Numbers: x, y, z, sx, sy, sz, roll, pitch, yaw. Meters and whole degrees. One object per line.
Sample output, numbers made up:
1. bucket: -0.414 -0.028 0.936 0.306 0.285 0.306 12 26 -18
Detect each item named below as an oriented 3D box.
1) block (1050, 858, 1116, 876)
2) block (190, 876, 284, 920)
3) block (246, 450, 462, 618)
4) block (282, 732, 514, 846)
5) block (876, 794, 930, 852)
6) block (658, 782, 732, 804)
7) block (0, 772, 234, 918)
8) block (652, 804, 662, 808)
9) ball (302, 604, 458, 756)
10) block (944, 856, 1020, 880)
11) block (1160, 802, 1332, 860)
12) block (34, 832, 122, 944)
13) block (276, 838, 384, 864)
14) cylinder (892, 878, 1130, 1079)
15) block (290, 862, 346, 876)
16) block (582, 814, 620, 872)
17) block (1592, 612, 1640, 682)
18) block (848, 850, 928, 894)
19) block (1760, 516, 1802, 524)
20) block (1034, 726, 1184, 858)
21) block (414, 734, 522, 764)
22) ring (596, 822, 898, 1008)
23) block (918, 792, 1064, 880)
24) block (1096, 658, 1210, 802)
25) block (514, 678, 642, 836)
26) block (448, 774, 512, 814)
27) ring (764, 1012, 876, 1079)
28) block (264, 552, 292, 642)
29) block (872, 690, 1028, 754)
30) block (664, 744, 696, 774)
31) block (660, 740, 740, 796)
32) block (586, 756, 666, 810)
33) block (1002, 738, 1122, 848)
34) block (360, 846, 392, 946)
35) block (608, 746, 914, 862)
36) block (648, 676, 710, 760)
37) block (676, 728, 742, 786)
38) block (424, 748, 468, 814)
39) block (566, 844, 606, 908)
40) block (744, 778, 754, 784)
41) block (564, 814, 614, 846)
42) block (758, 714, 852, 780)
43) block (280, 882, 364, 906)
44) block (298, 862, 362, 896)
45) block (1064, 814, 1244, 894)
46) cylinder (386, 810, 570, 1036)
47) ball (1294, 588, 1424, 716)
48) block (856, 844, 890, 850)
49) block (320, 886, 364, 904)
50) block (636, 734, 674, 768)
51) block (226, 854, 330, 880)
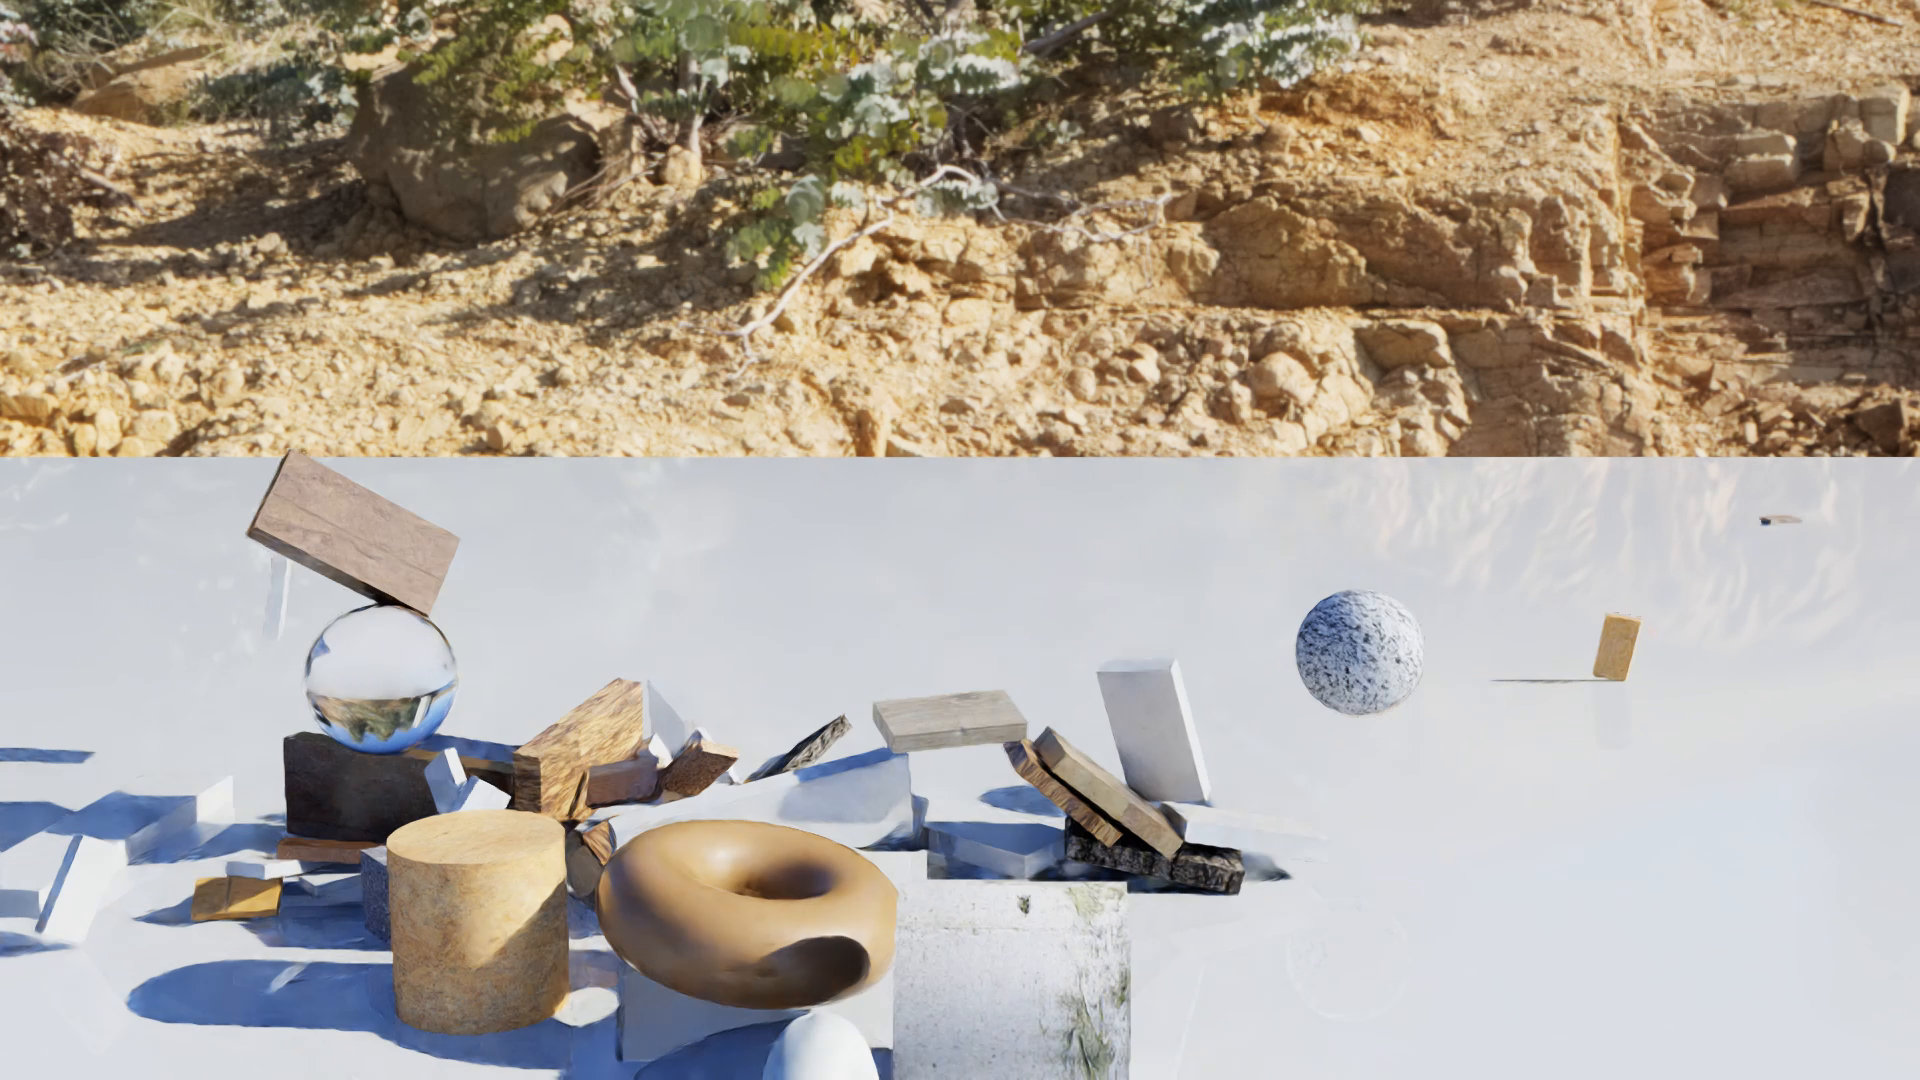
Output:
1. block: 0.233 0.553 3.807 0.151 0.021 0.076 -3 11 -17
2. block: -1.170 0.578 3.559 0.136 0.019 0.068 -3 50 -3
3. block: -1.068 -0.005 3.887 0.337 0.168 0.048 30 -36 -22
4. block: -0.972 0.460 3.876 0.524 0.179 0.051 5 11 26
5. block: -0.101 0.499 3.762 0.067 0.135 0.019 16 2 27
6. block: -0.409 0.472 3.760 0.144 0.041 0.288 14 6 -27
7. block: -1.517 0.527 3.877 0.168 0.048 0.656 2 11 9
8. block: -0.425 0.527 3.718 0.288 0.041 0.144 19 16 23
9. ball: -1.009 0.243 3.836 0.263 0.263 0.263 0 11 0
10. block: 0.037 0.566 3.740 0.076 0.021 0.151 -4 11 -22
11. block: 0.483 0.496 3.751 0.264 0.037 0.132 10 5 -16
12. block: -1.369 0.541 3.417 0.022 0.158 0.079 10 -15 32
13. block: -1.030 0.509 3.599 0.160 0.023 0.080 5 0 -9
14. cylinder: 0.068 0.591 2.860 0.293 0.293 0.293 1 11 2
15. block: -1.093 0.558 3.782 0.158 0.022 0.079 3 11 17
16. block: -0.552 0.522 3.607 0.071 0.020 0.142 -31 63 -22
17. block: 1.511 0.247 5.066 0.076 0.151 0.021 11 20 8
18. block: -0.197 0.563 3.551 0.288 0.041 0.144 1 31 0
19. block: 2.669 -0.065 7.149 0.115 0.016 0.058 -2 11 -12
20. block: 0.246 0.419 3.653 0.264 0.037 0.132 38 5 -18
21. block: -0.881 0.449 3.935 0.357 0.179 0.051 5 -18 26
22. ring: -0.297 0.530 3.146 0.447 0.149 0.447 10 12 -2
23. block: 0.028 0.508 3.795 0.296 0.042 0.148 12 16 33
24. block: 0.325 0.321 3.688 0.132 0.264 0.037 -4 28 25
25. block: -0.663 0.390 3.846 0.051 0.179 0.357 9 20 18
26. block: -0.818 0.476 3.641 0.023 0.160 0.080 20 -14 42
27. ring: -0.153 0.663 2.449 0.090 0.269 0.269 -5 9 13
28. block: -1.354 0.105 4.371 0.026 0.182 0.091 8 6 -11
29. block: -0.017 0.292 3.550 0.226 0.032 0.113 -4 26 -19
30. block: -0.452 0.386 3.748 0.067 0.019 0.135 14 -34 -26
31. block: -0.439 0.385 3.699 0.071 0.020 0.142 17 -42 -32
32. block: -0.573 0.415 3.764 0.142 0.071 0.020 -12 -31 24
33. block: 0.168 0.410 3.647 0.226 0.032 0.113 41 8 -22
34. block: -0.858 0.558 3.486 0.130 0.130 0.130 -8 13 -37
35. block: -0.313 0.460 3.530 0.496 0.148 0.042 -13 26 -22
36. block: -0.546 0.388 4.287 0.048 0.168 0.337 -7 12 -19
37. block: -0.458 0.417 4.006 0.020 0.071 0.142 15 29 -51
38. block: -0.850 0.467 3.731 0.023 0.215 0.080 -4 -28 -44
39. block: -0.618 0.556 3.662 0.071 0.020 0.142 -38 29 -13
40. block: -0.340 0.453 3.814 0.091 0.026 0.338 40 -7 1
41. block: -0.606 0.520 3.821 0.095 0.027 0.190 -6 12 -34
42. block: -0.319 0.431 4.281 0.113 0.032 0.410 -34 1 17
43. block: -0.989 0.584 3.646 0.353 0.019 0.068 -1 11 -4
44. block: -1.001 0.548 3.589 0.136 0.019 0.068 -10 15 -38
45. block: 0.327 0.521 3.725 0.296 0.042 0.148 12 16 -1
46. cylinder: -0.698 0.550 3.194 0.252 0.252 0.252 0 11 0
47. ball: 0.741 0.208 4.081 0.236 0.236 0.236 0 11 0
48. block: -0.180 0.551 3.688 0.135 0.067 0.019 -4 -3 -22
49. block: -0.955 0.564 3.630 0.190 0.027 0.095 -3 13 -12
50. block: -0.521 0.444 3.991 0.026 0.182 0.091 -31 8 6
51. block: -1.106 0.527 3.570 0.079 0.022 0.157 2 -1 23
